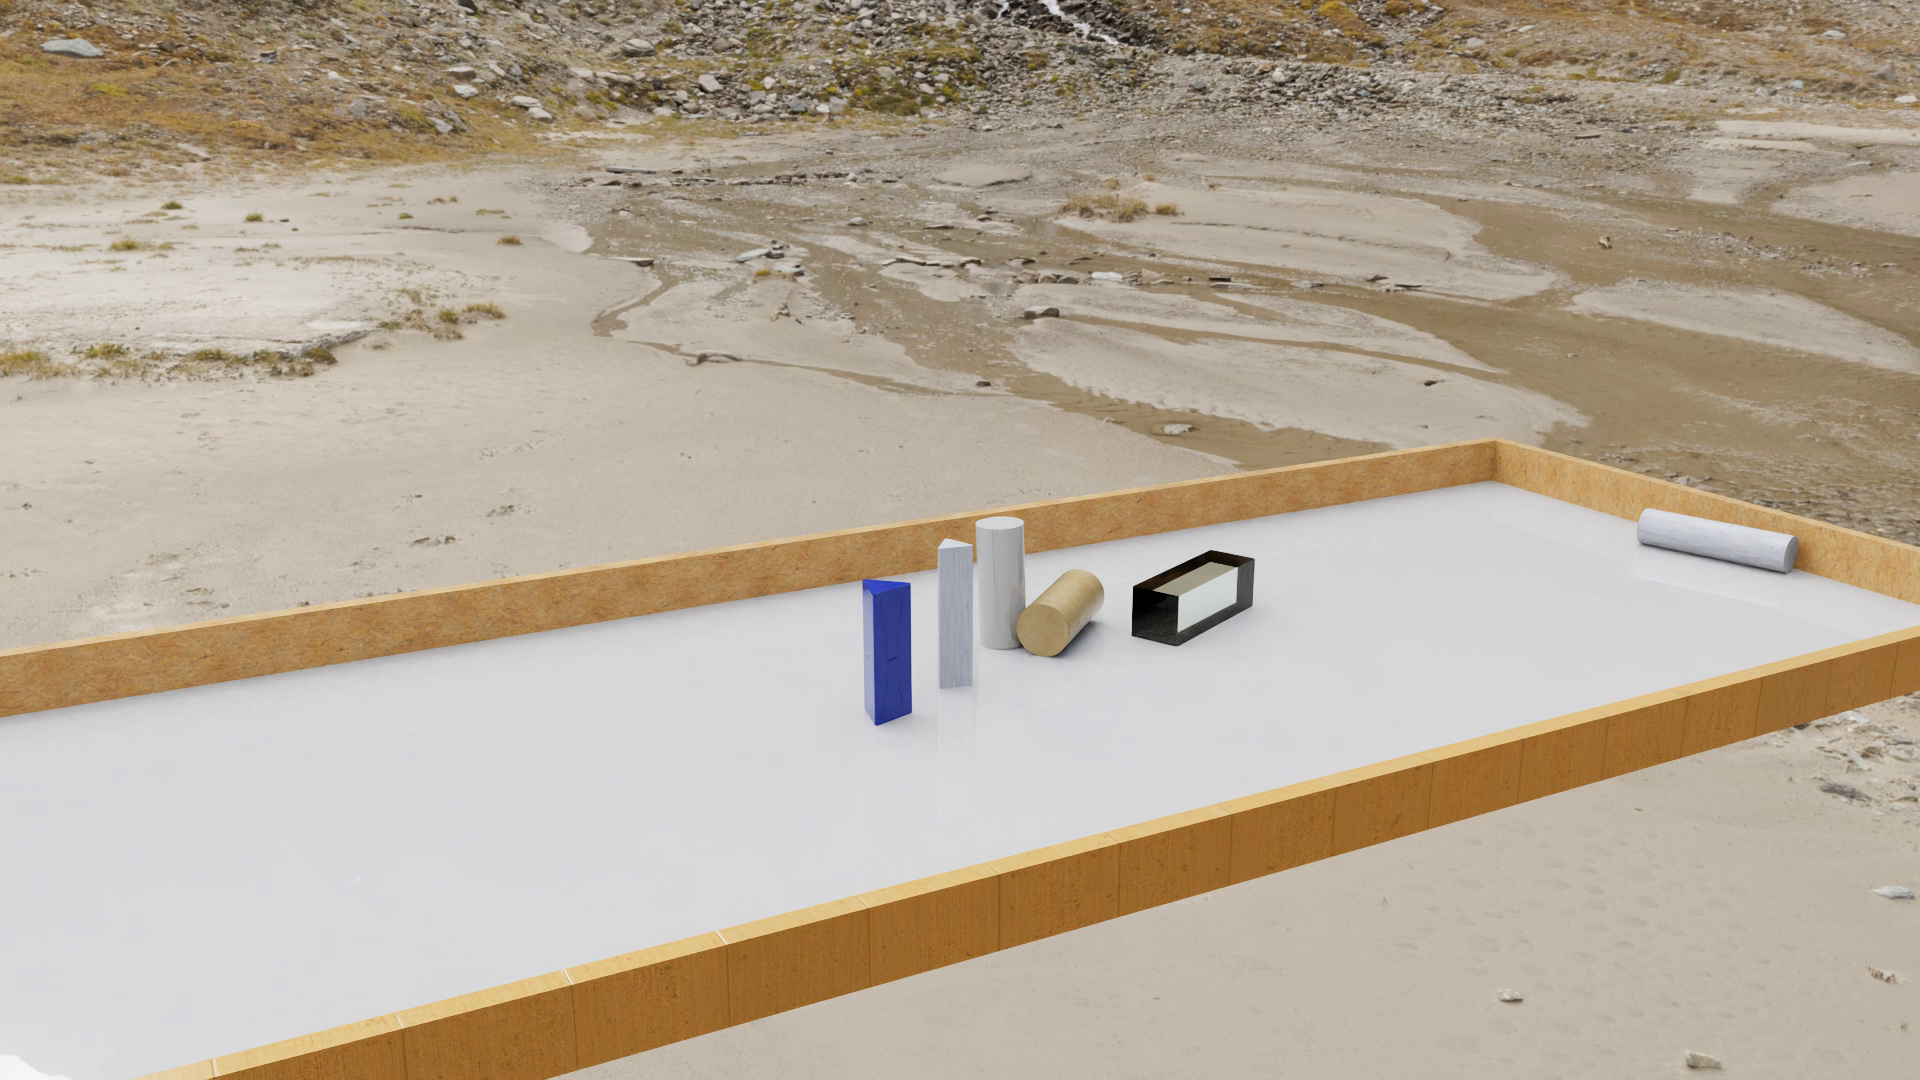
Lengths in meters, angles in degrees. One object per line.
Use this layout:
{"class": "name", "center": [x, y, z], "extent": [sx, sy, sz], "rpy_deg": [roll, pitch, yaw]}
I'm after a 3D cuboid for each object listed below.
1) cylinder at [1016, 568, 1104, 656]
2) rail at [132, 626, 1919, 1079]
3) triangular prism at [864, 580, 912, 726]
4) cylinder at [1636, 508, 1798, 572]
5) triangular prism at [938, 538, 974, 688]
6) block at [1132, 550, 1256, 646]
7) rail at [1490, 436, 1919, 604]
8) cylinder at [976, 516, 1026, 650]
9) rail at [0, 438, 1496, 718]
{"class": "cylinder", "center": [0.274, 0.193, 4.443], "extent": [0.144, 0.144, 0.328], "rpy_deg": [6, 17, 20]}
{"class": "rail", "center": [-2.336, 1.006, 1.665], "extent": [12.000, 0.150, 0.050], "rpy_deg": [-9, 18, -27]}
{"class": "triangular prism", "center": [-0.192, 0.259, 3.899], "extent": [0.101, 0.325, 0.116], "rpy_deg": [15, 22, 42]}
{"class": "cylinder", "center": [2.362, -0.001, 5.154], "extent": [0.116, 0.116, 0.450], "rpy_deg": [-16, 22, -42]}
{"class": "triangular prism", "center": [-0.022, 0.181, 4.093], "extent": [0.089, 0.364, 0.077], "rpy_deg": [-5, 17, -18]}
{"class": "block", "center": [0.650, 0.156, 4.571], "extent": [0.142, 0.142, 0.428], "rpy_deg": [12, 20, 36]}
{"class": "rail", "center": [2.466, -0.048, 5.253], "extent": [0.050, 0.150, 2.100], "rpy_deg": [-9, 18, -27]}
{"class": "cylinder", "center": [0.110, 0.113, 4.380], "extent": [0.128, 0.329, 0.128], "rpy_deg": [-2, 16, 1]}
{"class": "rail", "center": [-3.305, 0.497, 3.399], "extent": [12.000, 0.150, 0.050], "rpy_deg": [-9, 18, -27]}
